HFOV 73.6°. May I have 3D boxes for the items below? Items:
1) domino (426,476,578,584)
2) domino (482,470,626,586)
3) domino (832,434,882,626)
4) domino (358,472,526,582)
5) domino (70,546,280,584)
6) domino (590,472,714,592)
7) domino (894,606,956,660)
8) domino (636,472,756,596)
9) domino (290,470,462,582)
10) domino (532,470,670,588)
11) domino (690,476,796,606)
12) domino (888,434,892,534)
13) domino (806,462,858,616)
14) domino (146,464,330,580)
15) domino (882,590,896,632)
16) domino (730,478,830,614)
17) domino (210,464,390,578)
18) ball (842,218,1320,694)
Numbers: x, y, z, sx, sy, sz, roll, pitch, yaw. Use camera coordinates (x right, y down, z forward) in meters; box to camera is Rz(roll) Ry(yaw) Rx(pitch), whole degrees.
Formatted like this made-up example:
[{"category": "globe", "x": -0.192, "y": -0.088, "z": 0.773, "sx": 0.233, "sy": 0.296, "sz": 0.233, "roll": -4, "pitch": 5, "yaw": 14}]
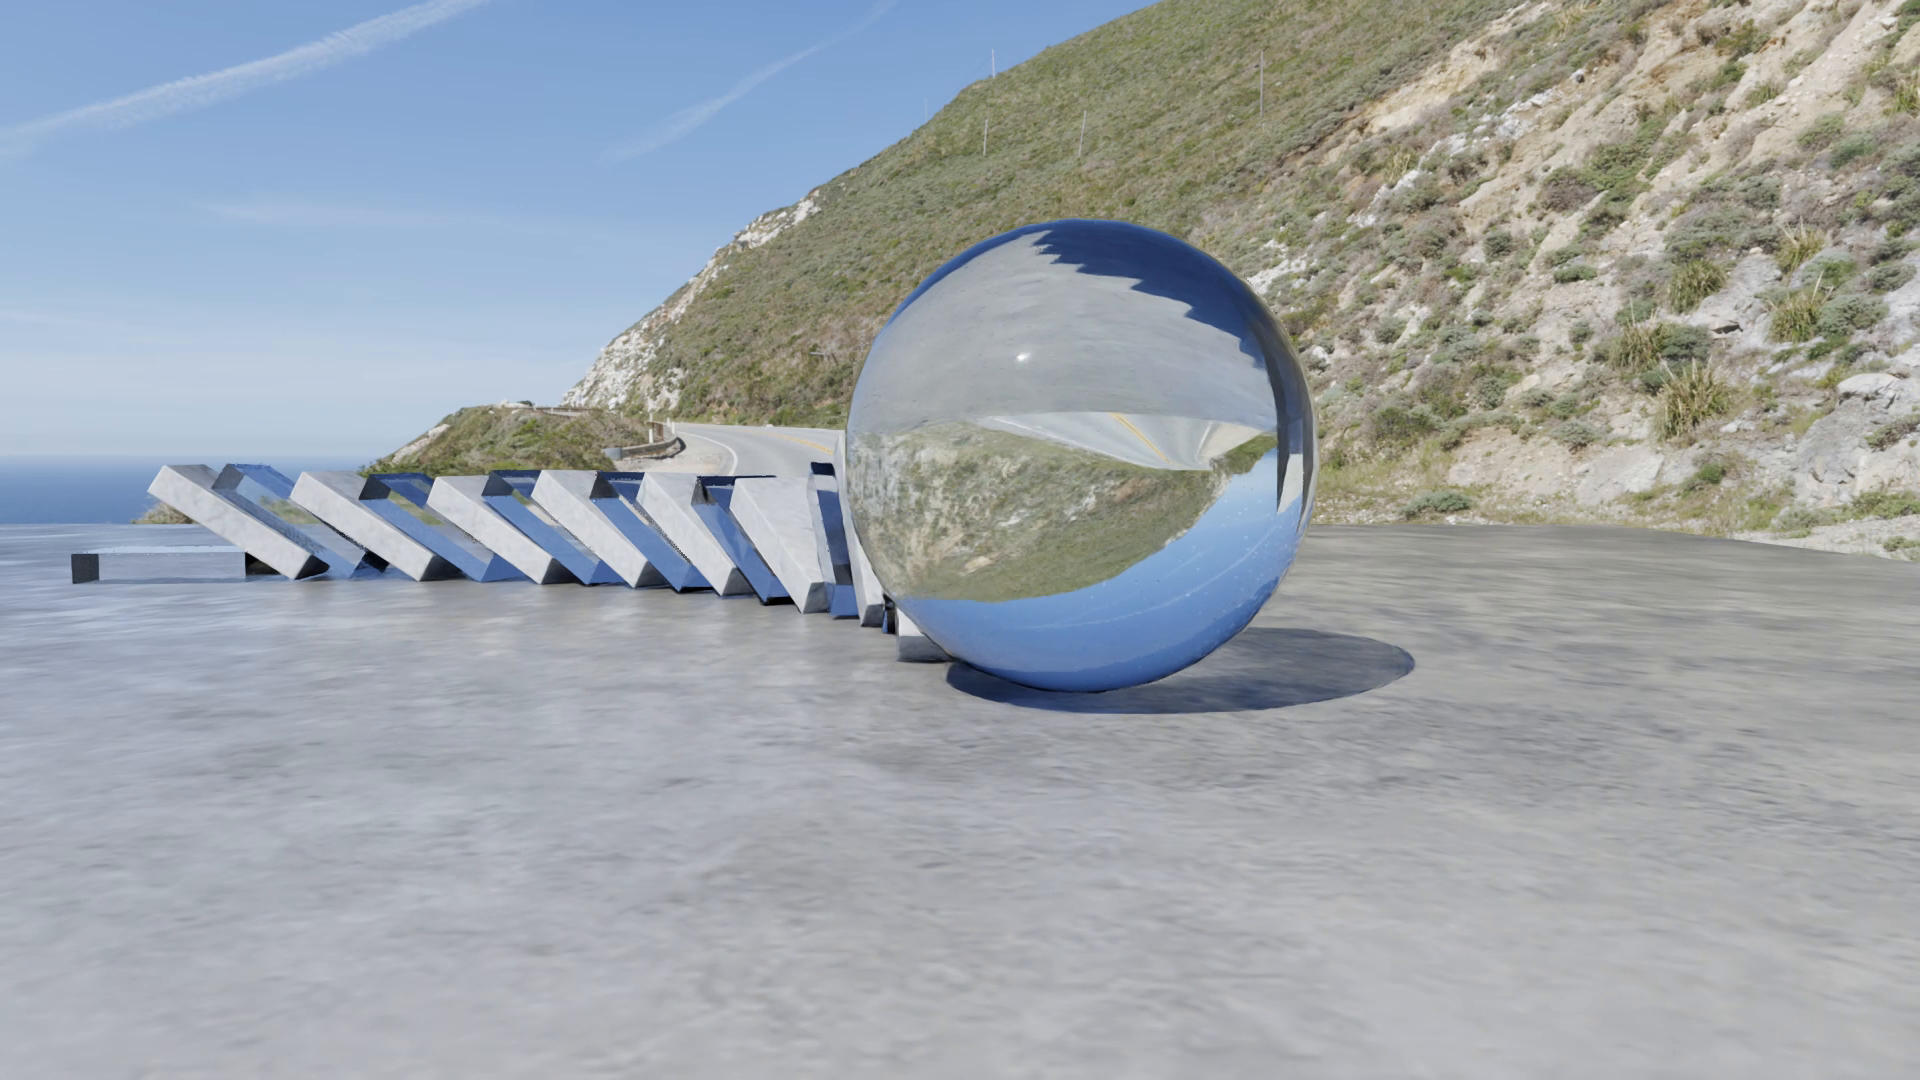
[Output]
[{"category": "domino", "x": -0.141, "y": -0.004, "z": 0.406, "sx": 0.050, "sy": 0.010, "sz": 0.025, "roll": 32, "pitch": 15, "yaw": 17}, {"category": "domino", "x": -0.122, "y": -0.005, "z": 0.400, "sx": 0.050, "sy": 0.010, "sz": 0.025, "roll": 36, "pitch": 17, "yaw": 20}, {"category": "domino", "x": -0.015, "y": -0.003, "z": 0.313, "sx": 0.025, "sy": 0.050, "sz": 0.009, "roll": -1, "pitch": -34, "yaw": -17}, {"category": "domino", "x": -0.163, "y": -0.005, "z": 0.409, "sx": 0.050, "sy": 0.010, "sz": 0.025, "roll": 31, "pitch": 11, "yaw": 11}, {"category": "domino", "x": -0.245, "y": 0.008, "z": 0.402, "sx": 0.050, "sy": 0.009, "sz": 0.025, "roll": 0, "pitch": 4, "yaw": -6}, {"category": "domino", "x": -0.086, "y": -0.003, "z": 0.384, "sx": 0.050, "sy": 0.009, "sz": 0.025, "roll": 40, "pitch": 25, "yaw": 31}, {"category": "domino", "x": -0.001, "y": 0.000, "z": 0.264, "sx": 0.025, "sy": 0.050, "sz": 0.009, "roll": 0, "pitch": -35, "yaw": -6}, {"category": "domino", "x": -0.070, "y": -0.003, "z": 0.373, "sx": 0.025, "sy": 0.009, "sz": 0.050, "roll": -1, "pitch": 34, "yaw": -46}, {"category": "domino", "x": -0.184, "y": -0.005, "z": 0.410, "sx": 0.050, "sy": 0.010, "sz": 0.025, "roll": 32, "pitch": 8, "yaw": 5}, {"category": "domino", "x": -0.105, "y": -0.004, "z": 0.393, "sx": 0.050, "sy": 0.009, "sz": 0.025, "roll": 37, "pitch": 19, "yaw": 24}, {"category": "domino", "x": -0.053, "y": -0.001, "z": 0.359, "sx": 0.025, "sy": 0.009, "sz": 0.050, "roll": -3, "pitch": 35, "yaw": -37}, {"category": "domino", "x": -0.003, "y": -0.001, "z": 0.289, "sx": 0.025, "sy": 0.050, "sz": 0.009, "roll": -1, "pitch": -35, "yaw": -6}, {"category": "domino", "x": -0.024, "y": -0.001, "z": 0.330, "sx": 0.025, "sy": 0.010, "sz": 0.050, "roll": 2, "pitch": 38, "yaw": -17}, {"category": "domino", "x": -0.225, "y": -0.006, "z": 0.404, "sx": 0.050, "sy": 0.009, "sz": 0.025, "roll": 33, "pitch": 0, "yaw": -7}, {"category": "domino", "x": -0.006, "y": -0.002, "z": 0.301, "sx": 0.025, "sy": 0.050, "sz": 0.010, "roll": 0, "pitch": -35, "yaw": -6}, {"category": "domino", "x": -0.040, "y": 0.000, "z": 0.344, "sx": 0.025, "sy": 0.009, "sz": 0.050, "roll": -3, "pitch": 35, "yaw": -34}, {"category": "domino", "x": -0.208, "y": -0.006, "z": 0.408, "sx": 0.050, "sy": 0.009, "sz": 0.025, "roll": 33, "pitch": 0, "yaw": -3}, {"category": "ball", "x": 0.020, "y": -0.014, "z": 0.220, "sx": 0.080, "sy": 0.080, "sz": 0.080, "roll": 0, "pitch": 4, "yaw": 0}]
